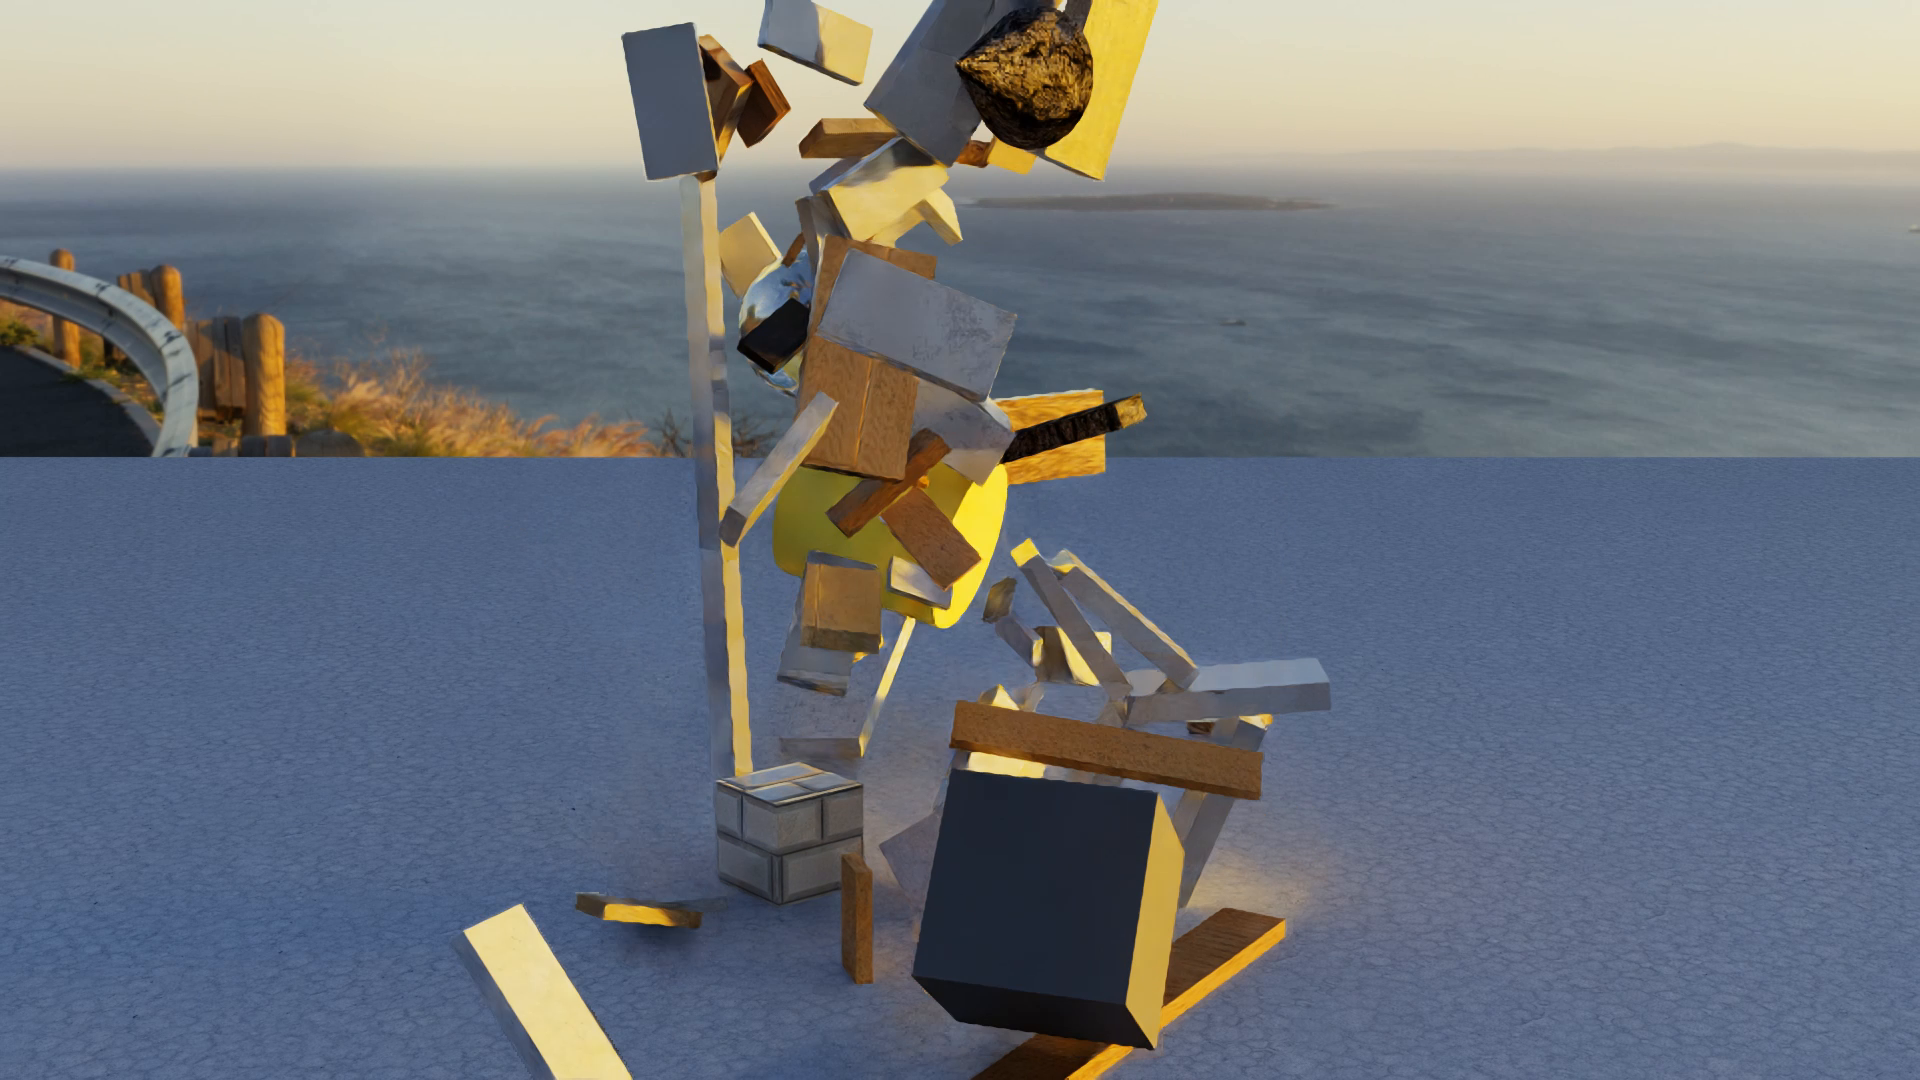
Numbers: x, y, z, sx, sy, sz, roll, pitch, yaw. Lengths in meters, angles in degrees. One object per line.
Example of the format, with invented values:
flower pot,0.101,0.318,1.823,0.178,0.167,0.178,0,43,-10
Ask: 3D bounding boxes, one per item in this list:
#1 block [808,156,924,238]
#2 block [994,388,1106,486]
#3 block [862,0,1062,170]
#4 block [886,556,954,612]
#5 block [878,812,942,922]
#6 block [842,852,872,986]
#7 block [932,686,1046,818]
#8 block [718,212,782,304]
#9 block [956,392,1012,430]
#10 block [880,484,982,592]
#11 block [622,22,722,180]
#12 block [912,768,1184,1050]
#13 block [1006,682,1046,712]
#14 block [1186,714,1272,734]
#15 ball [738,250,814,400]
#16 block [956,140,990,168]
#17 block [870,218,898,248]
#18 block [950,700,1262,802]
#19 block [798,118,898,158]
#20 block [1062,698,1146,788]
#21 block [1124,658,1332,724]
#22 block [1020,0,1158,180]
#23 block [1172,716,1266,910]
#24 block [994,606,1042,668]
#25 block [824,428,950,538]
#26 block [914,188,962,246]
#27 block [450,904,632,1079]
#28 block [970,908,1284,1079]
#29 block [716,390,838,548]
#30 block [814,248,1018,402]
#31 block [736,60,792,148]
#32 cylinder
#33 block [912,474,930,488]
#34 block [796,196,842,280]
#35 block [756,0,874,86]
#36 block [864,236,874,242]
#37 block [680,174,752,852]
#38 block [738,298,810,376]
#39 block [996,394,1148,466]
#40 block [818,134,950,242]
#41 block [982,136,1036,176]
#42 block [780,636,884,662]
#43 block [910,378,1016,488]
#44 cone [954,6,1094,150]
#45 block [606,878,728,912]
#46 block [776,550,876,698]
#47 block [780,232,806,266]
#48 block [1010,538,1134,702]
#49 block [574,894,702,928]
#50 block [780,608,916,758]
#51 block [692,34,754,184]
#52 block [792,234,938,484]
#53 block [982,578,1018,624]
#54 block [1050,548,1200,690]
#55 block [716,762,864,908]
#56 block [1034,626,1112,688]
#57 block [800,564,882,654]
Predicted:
block,-0.165,-0.631,4.070,0.118,0.033,0.236,-33,-31,17
block,0.139,-0.198,4.285,0.327,0.163,0.046,-9,11,-34
block,0.007,-0.764,3.431,0.164,0.328,0.046,34,0,-33
block,-0.063,0.070,3.484,0.111,0.055,0.016,20,-33,-24
block,0.026,0.479,3.513,0.282,0.141,0.040,-32,-13,10
block,-0.155,0.569,3.301,0.025,0.176,0.088,-3,11,-17
block,0.051,0.360,3.331,0.040,0.141,0.282,-26,21,30
block,-0.403,-0.528,4.434,0.118,0.236,0.033,-31,7,18
block,-0.014,-0.225,3.540,0.101,0.029,0.203,-13,-39,31
block,-0.044,-0.002,3.285,0.075,0.149,0.021,-39,-11,-12
block,-0.454,-0.689,3.460,0.114,0.229,0.032,-9,8,3
block,0.125,0.491,2.907,0.275,0.275,0.275,5,-23,15
block,0.111,0.344,4.486,0.026,0.090,0.301,32,-12,-5
block,0.559,0.378,4.568,0.090,0.026,0.181,-17,5,-27
ball,-0.253,-0.373,3.838,0.266,0.266,0.266,0,11,0
block,0.018,-0.667,3.781,0.101,0.014,0.050,2,-28,-42
block,-0.185,-0.499,4.048,0.118,0.236,0.033,-13,40,-30
block,0.218,0.312,3.268,0.464,0.021,0.075,10,47,-1
block,-0.144,-0.683,3.731,0.245,0.026,0.092,-8,-14,-31
block,0.200,0.435,3.652,0.047,0.329,0.164,28,7,-9
block,0.436,0.248,3.629,0.329,0.047,0.164,-4,10,3
block,0.207,-0.738,3.400,0.046,0.328,0.164,21,6,36
block,0.409,0.431,3.644,0.047,0.328,0.164,22,10,-4
block,0.093,0.151,3.538,0.016,0.055,0.111,-18,42,-27
block,-0.109,-0.087,3.314,0.202,0.029,0.101,-41,17,-4
block,-0.058,-0.586,3.742,0.026,0.091,0.183,-25,-35,18
block,-0.483,0.555,2.562,0.028,0.260,0.100,-40,-10,30
block,0.106,0.712,2.931,0.104,0.030,1.358,7,12,32
block,-0.238,-0.091,2.855,0.030,0.209,0.104,36,-27,0
block,-0.050,-0.247,2.530,0.209,0.104,0.030,22,-12,-7
block,-0.338,-0.717,3.620,0.026,0.092,0.184,-33,6,-21
cylinder,-0.117,-0.039,3.749,0.299,0.299,0.299,19,16,16
block,-0.118,-0.267,3.576,0.020,0.382,0.070,-21,-18,19
block,-0.181,-0.406,3.457,0.029,0.272,0.101,-16,-3,44
block,-0.227,-0.791,3.461,0.185,0.092,0.026,16,-9,-35
block,-0.183,-0.520,3.610,0.091,0.026,0.234,32,31,-10
block,-0.458,-0.108,4.106,0.032,1.399,0.114,6,-27,-25
block,-0.277,-0.319,3.434,0.070,0.020,0.140,36,49,9
block,0.152,-0.172,3.558,0.275,0.039,0.138,-16,5,24
block,-0.118,-0.559,3.464,0.202,0.101,0.029,-39,26,-23
block,0.088,-0.665,3.790,0.101,0.050,0.014,9,26,-44
block,-0.189,0.162,3.254,0.149,0.021,0.075,-5,19,46
block,-0.022,-0.180,3.461,0.202,0.101,0.029,34,-1,-19
cone,0.048,-0.666,3.121,0.207,0.207,0.207,7,8,33
block,-0.476,0.584,3.578,0.176,0.025,0.088,-1,13,-32
block,-0.190,0.118,3.142,0.100,0.200,0.028,14,-26,-2
block,-0.266,-0.468,3.545,0.014,0.050,0.101,32,-2,-9
block,0.182,0.131,3.601,0.039,0.275,0.138,-35,11,2
block,-0.502,0.581,3.442,0.176,0.025,0.088,14,-6,-39
block,-0.218,0.262,4.649,0.163,0.046,0.653,-2,27,12
block,-0.419,-0.707,3.615,0.114,0.229,0.032,47,50,12
block,-0.141,-0.258,3.156,0.164,0.330,0.046,10,-7,-12
block,0.059,0.092,3.334,0.016,0.055,0.111,18,-12,-9
block,0.268,0.128,3.593,0.275,0.039,0.138,41,6,-11
block,-0.286,0.493,3.705,0.177,0.177,0.177,-9,14,-39
block,0.193,0.198,3.715,0.026,0.090,0.181,-12,-14,39
block,-0.154,0.088,2.865,0.100,0.028,0.200,7,22,-5
